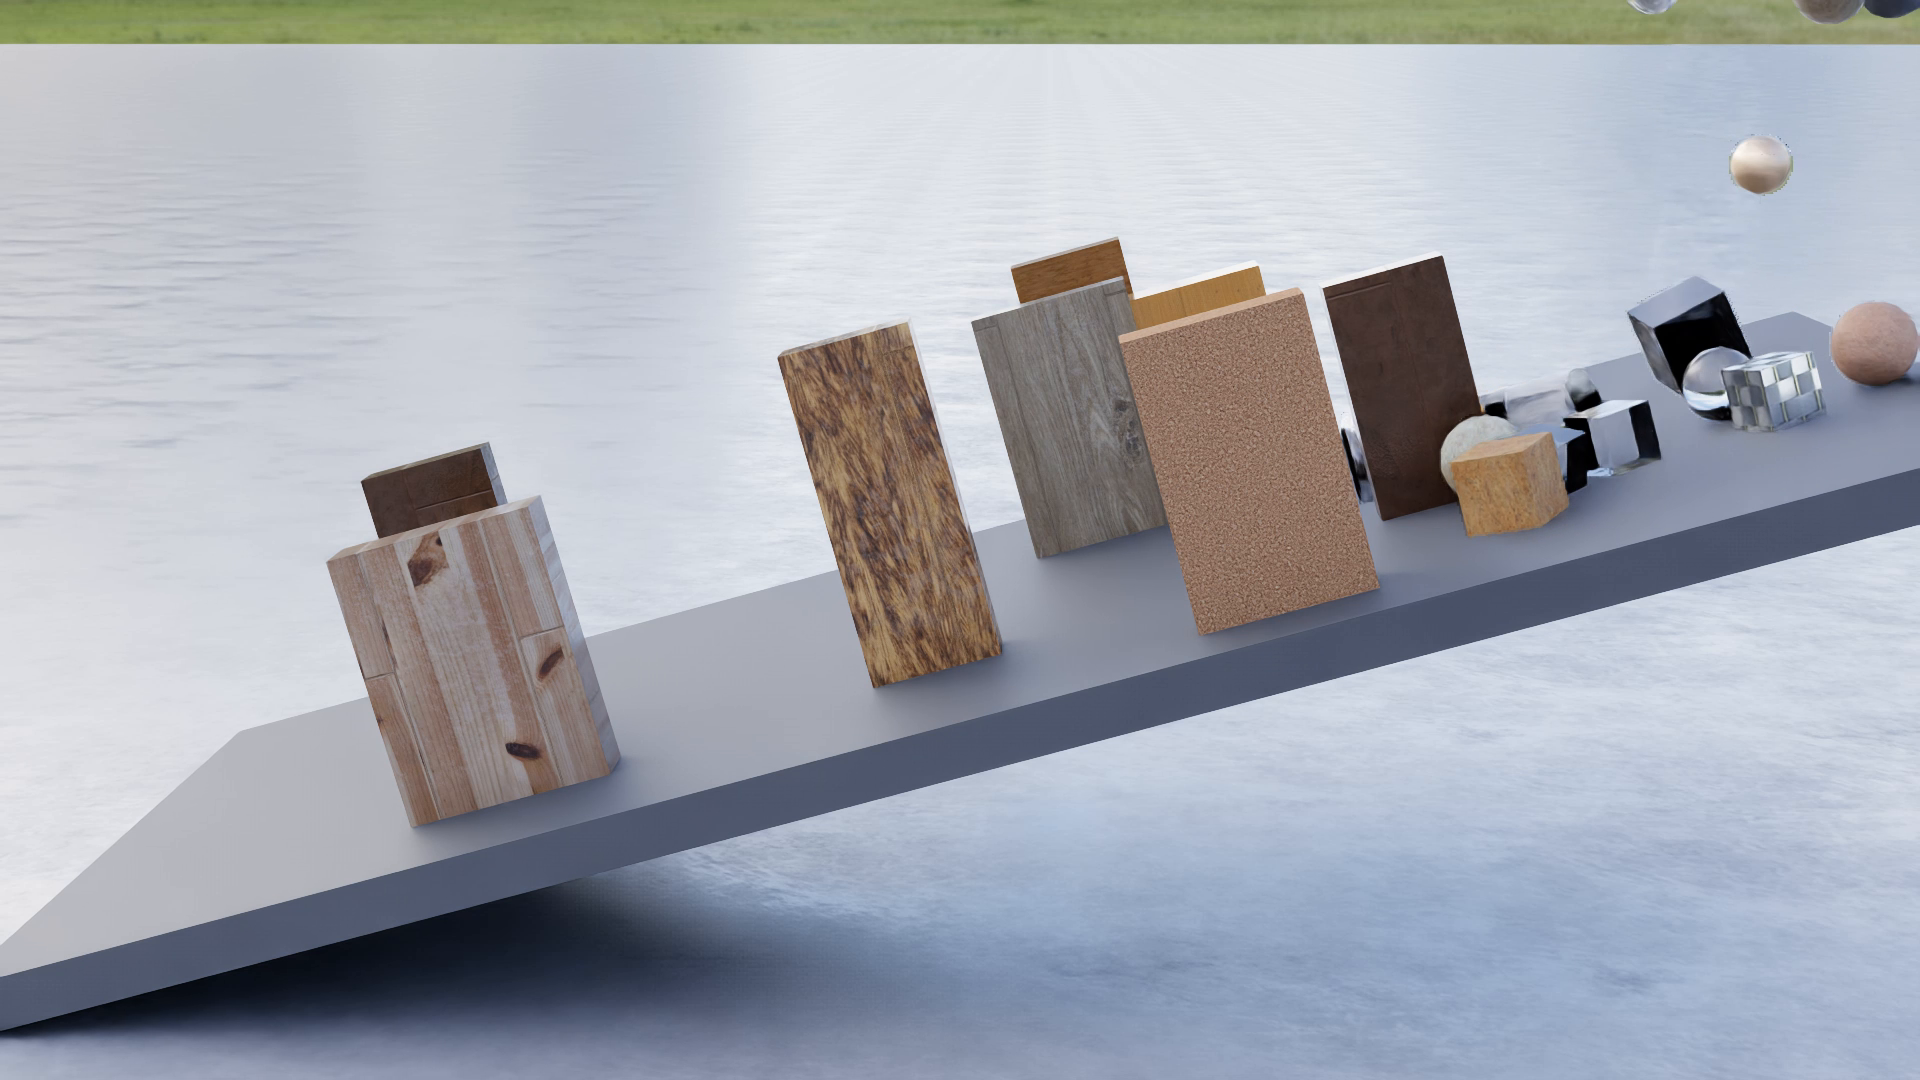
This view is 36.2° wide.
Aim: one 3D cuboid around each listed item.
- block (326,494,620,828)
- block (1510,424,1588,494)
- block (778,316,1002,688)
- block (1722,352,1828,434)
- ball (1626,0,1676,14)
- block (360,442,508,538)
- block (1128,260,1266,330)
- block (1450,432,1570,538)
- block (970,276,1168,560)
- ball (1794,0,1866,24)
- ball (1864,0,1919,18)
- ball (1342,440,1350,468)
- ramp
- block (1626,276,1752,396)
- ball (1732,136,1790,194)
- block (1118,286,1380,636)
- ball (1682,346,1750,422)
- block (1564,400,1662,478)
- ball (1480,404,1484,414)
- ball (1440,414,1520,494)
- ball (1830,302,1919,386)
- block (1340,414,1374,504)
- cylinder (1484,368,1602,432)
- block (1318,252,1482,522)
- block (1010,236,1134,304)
[{"bbox_3d":[-0.950,0.237,5.772,0.410,0.549,0.142,-15,9,4],"label":"block"},{"bbox_3d":[1.157,-0.154,5.783,0.110,0.110,0.110,14,26,41],"label":"block"},{"bbox_3d":[-0.135,-0.075,5.829,0.264,0.683,0.119,-15,9,4],"label":"block"},{"bbox_3d":[1.631,-0.296,5.894,0.130,0.130,0.130,-19,10,-19],"label":"block"},{"bbox_3d":[1.461,-1.168,6.206,0.119,0.119,0.119,0,10,0],"label":"ball"},{"bbox_3d":[-1.062,0.128,6.356,0.269,0.625,0.099,-15,9,4],"label":"block"},{"bbox_3d":[0.555,-0.335,6.722,0.386,0.513,0.147,-15,9,4],"label":"block"},{"bbox_3d":[1.060,-0.107,5.671,0.151,0.151,0.151,-9,12,36],"label":"block"},{"bbox_3d":[0.273,-0.278,6.699,0.357,0.564,0.086,-15,9,4],"label":"block"},{"bbox_3d":[1.773,-1.125,5.991,0.150,0.150,0.150,0,10,0],"label":"ball"},{"bbox_3d":[1.961,-1.174,6.182,0.152,0.152,0.152,0,10,0],"label":"ball"},{"bbox_3d":[0.908,-0.205,6.618,0.108,0.108,0.108,0,10,0],"label":"ball"},{"bbox_3d":[0.084,0.189,6.326,4.000,0.100,2.000,-15,9,4],"label":"ramp"},{"bbox_3d":[1.537,-0.431,6.199,0.166,0.166,0.166,-28,18,2],"label":"block"},{"bbox_3d":[1.728,-0.810,6.348,0.124,0.124,0.124,0,10,0],"label":"ball"},{"bbox_3d":[0.538,-0.147,5.490,0.346,0.568,0.129,-15,9,4],"label":"block"},{"bbox_3d":[1.569,-0.321,6.068,0.154,0.154,0.154,0,10,0],"label":"ball"},{"bbox_3d":[1.311,-0.204,5.911,0.122,0.122,0.122,-20,10,-23],"label":"block"},{"bbox_3d":[1.083,-0.255,6.480,0.154,0.154,0.154,0,10,0],"label":"ball"},{"bbox_3d":[1.056,-0.162,5.914,0.179,0.179,0.179,0,10,0],"label":"ball"},{"bbox_3d":[1.863,-0.400,5.989,0.172,0.172,0.172,0,10,0],"label":"ball"},{"bbox_3d":[0.927,-0.194,6.342,0.168,0.168,0.168,-14,10,13],"label":"block"},{"bbox_3d":[1.209,-0.243,6.073,0.184,0.184,0.184,-15,0,36],"label":"cylinder"},{"bbox_3d":[0.924,-0.316,6.047,0.251,0.498,0.099,-15,9,4],"label":"block"},{"bbox_3d":[0.333,-0.388,7.056,0.266,0.624,0.093,-15,9,4],"label":"block"}]
